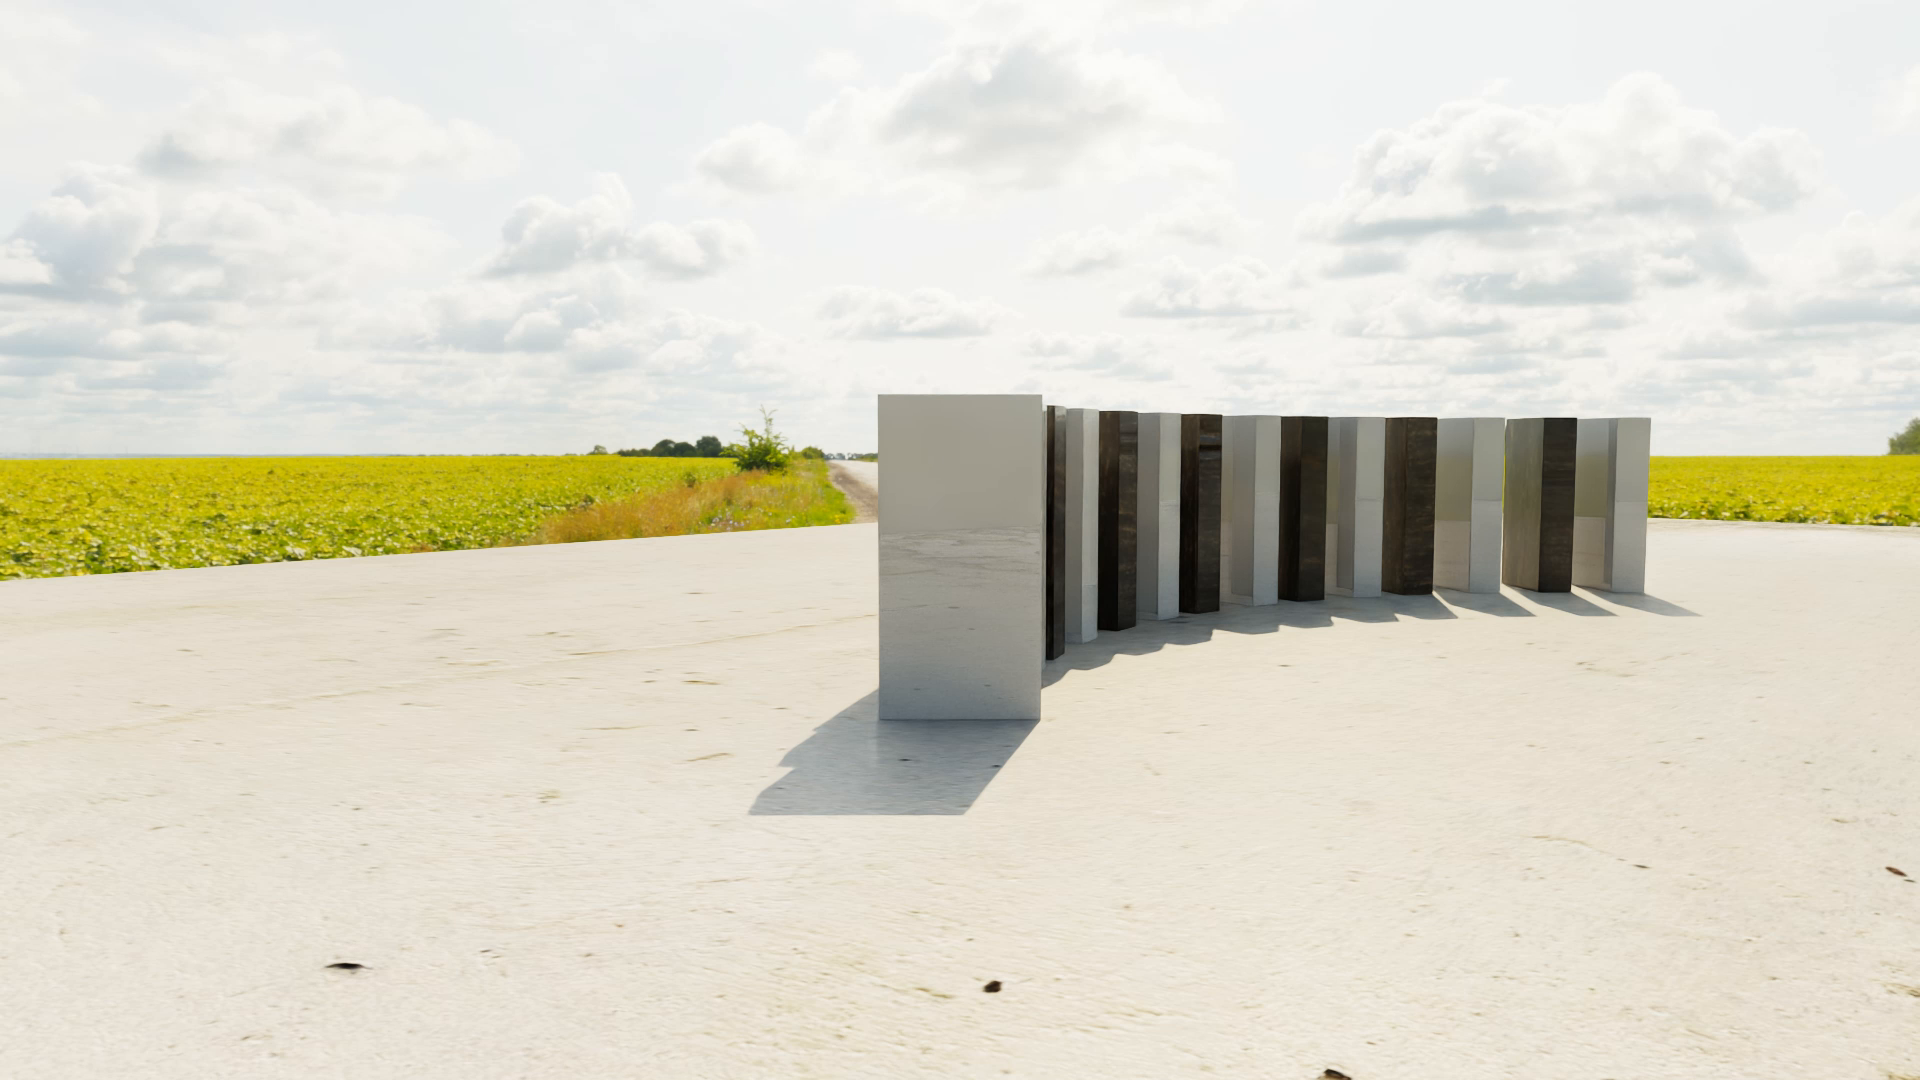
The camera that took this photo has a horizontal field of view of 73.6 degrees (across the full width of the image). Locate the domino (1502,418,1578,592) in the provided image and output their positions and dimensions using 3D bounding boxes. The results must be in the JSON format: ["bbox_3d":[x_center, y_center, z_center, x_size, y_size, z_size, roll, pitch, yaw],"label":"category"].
[{"bbox_3d":[0.170,-0.011,0.378,0.009,0.050,0.025,0,4,0],"label":"domino"}]

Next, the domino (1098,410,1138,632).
[{"bbox_3d":[0.028,-0.005,0.300,0.025,0.050,0.010,3,5,33],"label":"domino"}]

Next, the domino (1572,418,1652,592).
[{"bbox_3d":[0.191,-0.011,0.378,0.009,0.050,0.025,0,4,-1],"label":"domino"}]

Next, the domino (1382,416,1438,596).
[{"bbox_3d":[0.126,-0.010,0.372,0.010,0.050,0.025,-1,4,-16],"label":"domino"}]

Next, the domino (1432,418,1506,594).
[{"bbox_3d":[0.148,-0.011,0.377,0.010,0.050,0.025,-1,4,-8],"label":"domino"}]

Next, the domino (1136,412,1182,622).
[{"bbox_3d":[0.041,-0.006,0.318,0.025,0.050,0.009,4,6,40],"label":"domino"}]

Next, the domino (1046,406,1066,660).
[{"bbox_3d":[0.008,-0.002,0.259,0.025,0.050,0.009,1,5,18],"label":"domino"}]

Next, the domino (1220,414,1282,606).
[{"bbox_3d":[0.074,-0.008,0.347,0.010,0.050,0.025,-3,5,-35],"label":"domino"}]

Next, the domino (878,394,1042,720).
[{"bbox_3d":[0.000,0.002,0.201,0.025,0.050,0.009,0,4,0],"label":"domino"}]

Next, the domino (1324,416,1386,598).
[{"bbox_3d":[0.109,-0.010,0.366,0.009,0.050,0.025,-2,5,-22],"label":"domino"}]

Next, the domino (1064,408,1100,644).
[{"bbox_3d":[0.017,-0.004,0.281,0.025,0.050,0.009,2,5,26],"label":"domino"}]

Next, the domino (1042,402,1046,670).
[{"bbox_3d":[0.003,-0.001,0.241,0.025,0.050,0.009,1,4,12],"label":"domino"}]

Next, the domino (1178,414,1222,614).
[{"bbox_3d":[0.054,-0.007,0.332,0.010,0.050,0.025,-4,6,-43],"label":"domino"}]

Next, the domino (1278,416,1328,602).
[{"bbox_3d":[0.089,-0.009,0.357,0.009,0.050,0.025,-2,5,-29],"label":"domino"}]
